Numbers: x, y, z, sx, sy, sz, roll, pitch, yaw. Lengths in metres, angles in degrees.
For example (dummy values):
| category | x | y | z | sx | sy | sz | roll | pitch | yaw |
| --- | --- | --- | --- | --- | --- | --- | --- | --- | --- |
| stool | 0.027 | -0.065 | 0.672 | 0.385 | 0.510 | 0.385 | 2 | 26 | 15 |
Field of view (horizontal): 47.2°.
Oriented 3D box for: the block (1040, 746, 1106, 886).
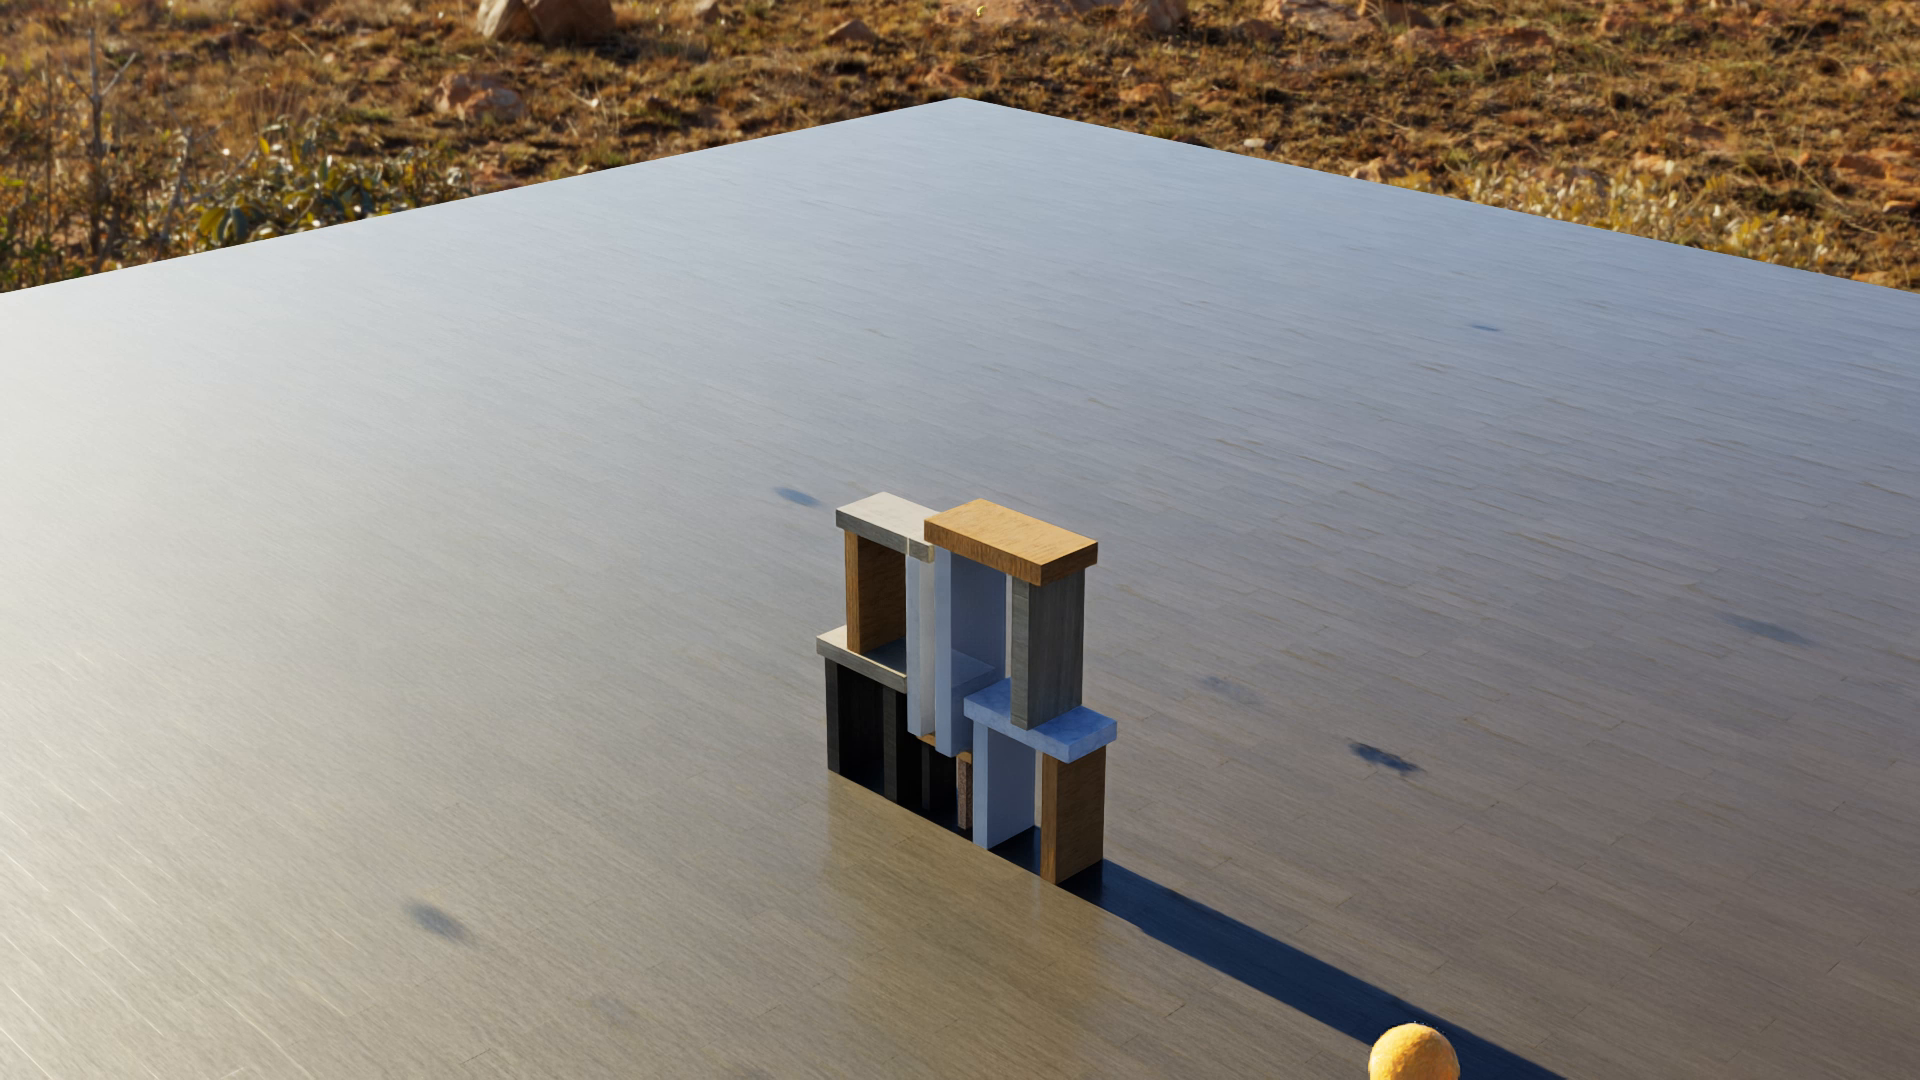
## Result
| category | x | y | z | sx | sy | sz | roll | pitch | yaw |
| --- | --- | --- | --- | --- | --- | --- | --- | --- | --- |
| block | 0.217 | 0.510 | 4.209 | 0.039 | 0.274 | 0.137 | 21 | 31 | 41 |

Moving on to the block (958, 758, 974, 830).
| category | x | y | z | sx | sy | sz | roll | pitch | yaw |
| --- | --- | --- | --- | --- | --- | --- | --- | --- | --- |
| block | 0.031 | 0.494 | 4.398 | 0.022 | 0.155 | 0.077 | 21 | 31 | 41 |

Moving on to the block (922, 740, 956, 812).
| category | x | y | z | sx | sy | sz | roll | pitch | yaw |
| --- | --- | --- | --- | --- | --- | --- | --- | --- | --- |
| block | -0.042 | 0.466 | 4.465 | 0.022 | 0.155 | 0.077 | 21 | 31 | 41 |

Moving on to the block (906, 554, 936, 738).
| category | x | y | z | sx | sy | sz | roll | pitch | yaw |
| --- | --- | --- | --- | --- | --- | --- | --- | --- | --- |
| block | -0.045 | 0.193 | 4.360 | 0.132 | 0.386 | 0.037 | -21 | 31 | -41 |

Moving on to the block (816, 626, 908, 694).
| category | x | y | z | sx | sy | sz | roll | pitch | yaw |
| --- | --- | --- | --- | --- | --- | --- | --- | --- | --- |
| block | -0.157 | 0.234 | 4.490 | 0.262 | 0.037 | 0.131 | 21 | 31 | 41 |

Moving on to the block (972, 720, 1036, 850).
| category | x | y | z | sx | sy | sz | roll | pitch | yaw |
| --- | --- | --- | --- | --- | --- | --- | --- | --- | --- |
| block | 0.088 | 0.460 | 4.327 | 0.039 | 0.274 | 0.137 | 21 | 31 | 41 |

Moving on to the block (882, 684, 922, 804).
| category | x | y | z | sx | sy | sz | roll | pitch | yaw |
| --- | --- | --- | --- | --- | --- | --- | --- | --- | --- |
| block | -0.095 | 0.396 | 4.492 | 0.037 | 0.262 | 0.131 | 21 | 31 | 41 |

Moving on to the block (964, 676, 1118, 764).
| category | x | y | z | sx | sy | sz | roll | pitch | yaw |
| --- | --- | --- | --- | --- | --- | --- | --- | --- | --- |
| block | 0.152 | 0.341 | 4.207 | 0.274 | 0.039 | 0.137 | 21 | 31 | 41 |

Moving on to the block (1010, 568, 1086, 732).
| category | x | y | z | sx | sy | sz | roll | pitch | yaw |
| --- | --- | --- | --- | --- | --- | --- | --- | --- | --- |
| block | 0.164 | 0.190 | 4.122 | 0.043 | 0.305 | 0.153 | 21 | 31 | 41 |

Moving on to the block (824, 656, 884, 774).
| category | x | y | z | sx | sy | sz | roll | pitch | yaw |
| --- | --- | --- | --- | --- | --- | --- | --- | --- | --- |
| block | -0.219 | 0.348 | 4.605 | 0.037 | 0.262 | 0.131 | 21 | 31 | 41 |

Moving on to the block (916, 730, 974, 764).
| category | x | y | z | sx | sy | sz | roll | pitch | yaw |
| --- | --- | --- | --- | --- | --- | --- | --- | --- | --- |
| block | -0.005 | 0.399 | 4.397 | 0.155 | 0.022 | 0.077 | 21 | 31 | 40 |

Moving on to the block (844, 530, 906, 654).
| category | x | y | z | sx | sy | sz | roll | pitch | yaw |
| --- | --- | --- | --- | --- | --- | --- | --- | --- | --- |
| block | -0.170 | 0.088 | 4.451 | 0.037 | 0.264 | 0.132 | 21 | 31 | 41 |

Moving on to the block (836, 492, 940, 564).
| category | x | y | z | sx | sy | sz | roll | pitch | yaw |
| --- | --- | --- | --- | --- | --- | --- | --- | --- | --- |
| block | -0.107 | -0.027 | 4.335 | 0.264 | 0.037 | 0.132 | 21 | 31 | 41 |

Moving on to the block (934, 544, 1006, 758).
| category | x | y | z | sx | sy | sz | roll | pitch | yaw |
| --- | --- | --- | --- | --- | --- | --- | --- | --- | --- |
| block | 0.021 | 0.196 | 4.281 | 0.043 | 0.441 | 0.153 | 21 | 31 | 41 |

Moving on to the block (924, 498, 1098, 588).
| category | x | y | z | sx | sy | sz | roll | pitch | yaw |
| --- | --- | --- | --- | --- | --- | --- | --- | --- | --- |
| block | 0.093 | 0.002 | 4.120 | 0.153 | 0.043 | 0.305 | -21 | 31 | -41 |
